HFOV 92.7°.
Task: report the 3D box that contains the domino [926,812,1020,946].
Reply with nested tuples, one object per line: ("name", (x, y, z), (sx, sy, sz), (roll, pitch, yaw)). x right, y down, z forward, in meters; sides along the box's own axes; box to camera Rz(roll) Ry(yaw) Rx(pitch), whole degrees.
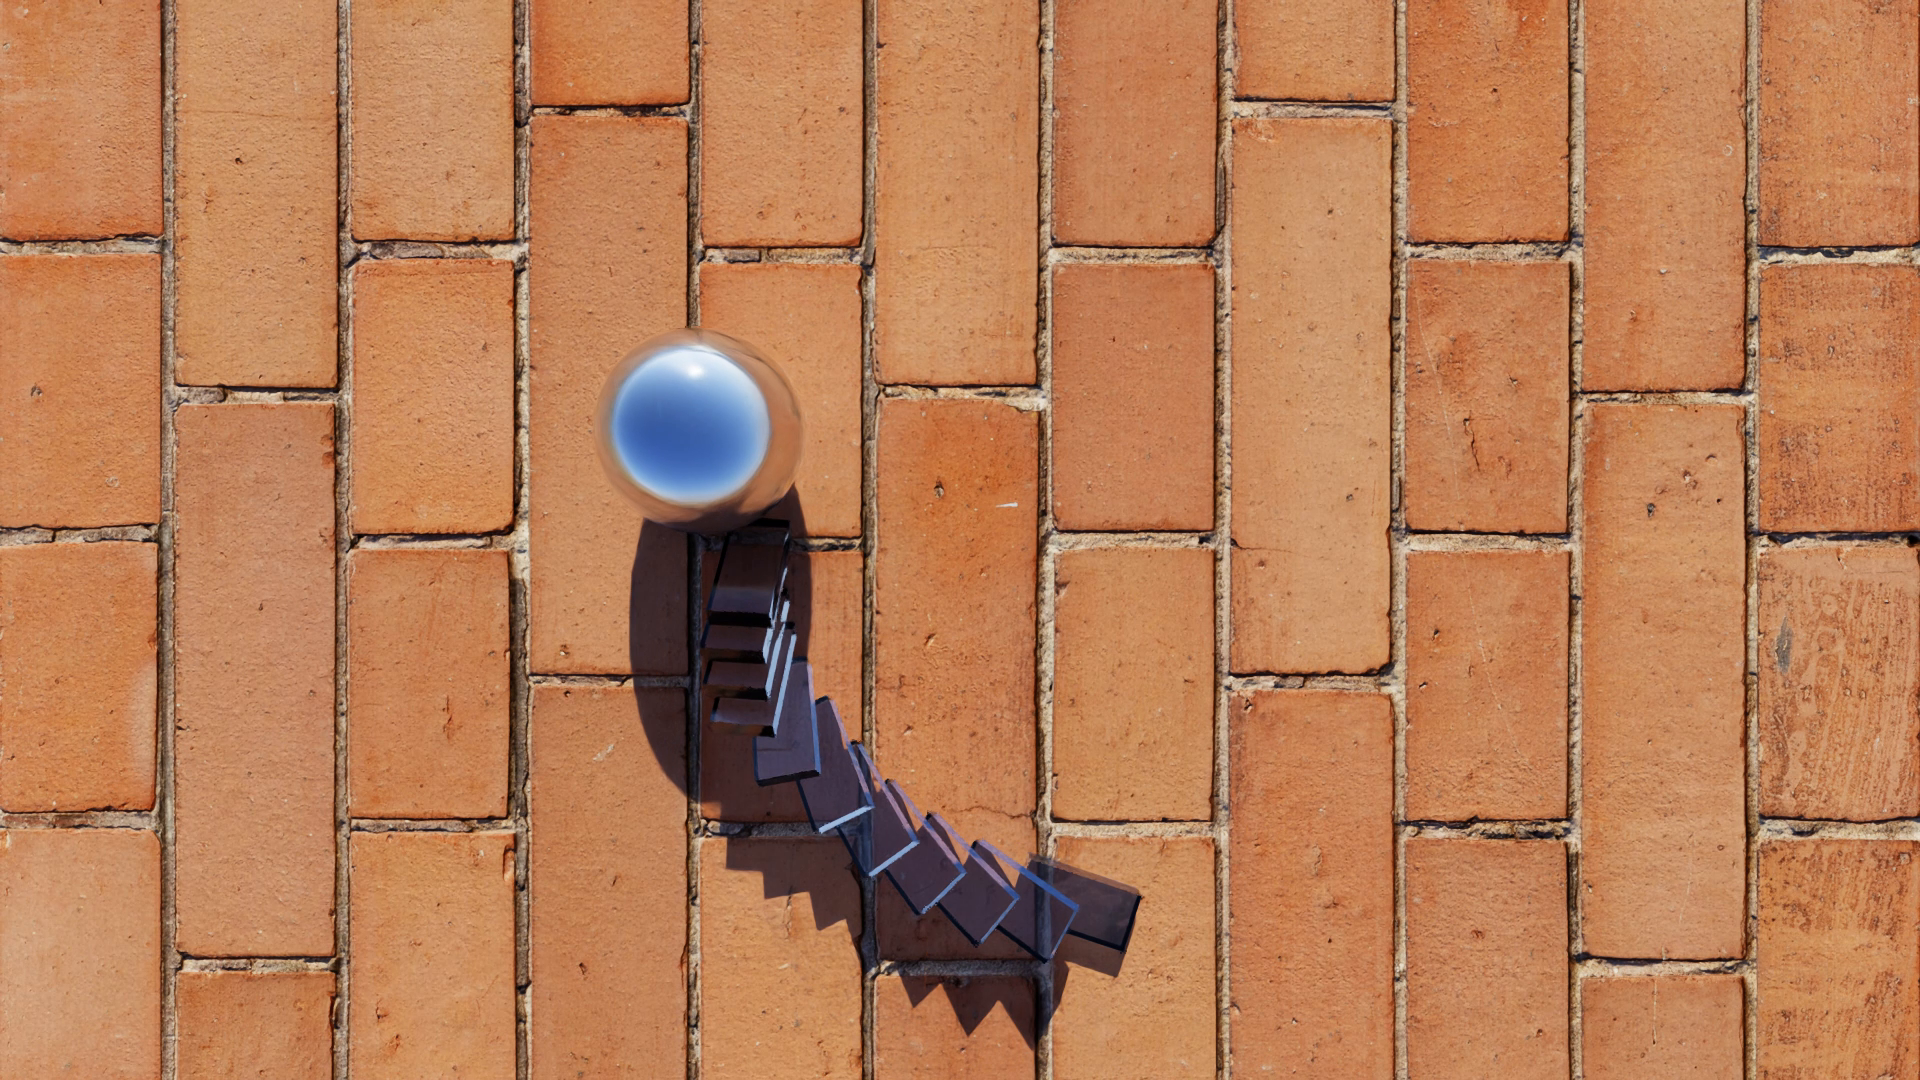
("domino", (-0.002, 0.142, 0.385), (0.050, 0.010, 0.025), (39, 90, 24))

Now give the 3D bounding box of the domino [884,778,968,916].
("domino", (-0.023, 0.129, 0.385), (0.025, 0.009, 0.050), (-44, 66, 0))

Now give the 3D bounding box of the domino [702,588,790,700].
("domino", (-0.088, 0.042, 0.380), (0.025, 0.010, 0.050), (3, 49, 1))

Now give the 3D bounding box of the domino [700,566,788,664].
("domino", (-0.089, 0.027, 0.380), (0.025, 0.010, 0.050), (3, 49, 1))

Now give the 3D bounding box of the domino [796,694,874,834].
("domino", (-0.057, 0.094, 0.385), (0.025, 0.010, 0.050), (-26, 65, 0))

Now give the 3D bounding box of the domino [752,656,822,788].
("domino", (-0.073, 0.075, 0.383), (0.025, 0.010, 0.050), (-11, 59, 0))

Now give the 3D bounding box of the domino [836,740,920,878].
("domino", (-0.041, 0.112, 0.385), (0.025, 0.010, 0.050), (-36, 65, 0))

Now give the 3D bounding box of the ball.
("ball", (-0.101, -0.042, 0.360), (0.080, 0.080, 0.080), (0, 90, 0))

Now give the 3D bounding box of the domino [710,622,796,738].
("domino", (-0.085, 0.056, 0.380), (0.025, 0.009, 0.050), (4, 49, 1))

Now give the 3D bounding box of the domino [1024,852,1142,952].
("domino", (0.050, 0.156, 0.395), (0.050, 0.009, 0.025), (18, 90, 0))

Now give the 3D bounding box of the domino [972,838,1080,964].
("domino", (0.022, 0.151, 0.386), (0.050, 0.010, 0.025), (29, 90, 24))

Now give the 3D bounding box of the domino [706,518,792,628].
("domino", (-0.087, 0.013, 0.380), (0.025, 0.009, 0.050), (3, 49, 0))
